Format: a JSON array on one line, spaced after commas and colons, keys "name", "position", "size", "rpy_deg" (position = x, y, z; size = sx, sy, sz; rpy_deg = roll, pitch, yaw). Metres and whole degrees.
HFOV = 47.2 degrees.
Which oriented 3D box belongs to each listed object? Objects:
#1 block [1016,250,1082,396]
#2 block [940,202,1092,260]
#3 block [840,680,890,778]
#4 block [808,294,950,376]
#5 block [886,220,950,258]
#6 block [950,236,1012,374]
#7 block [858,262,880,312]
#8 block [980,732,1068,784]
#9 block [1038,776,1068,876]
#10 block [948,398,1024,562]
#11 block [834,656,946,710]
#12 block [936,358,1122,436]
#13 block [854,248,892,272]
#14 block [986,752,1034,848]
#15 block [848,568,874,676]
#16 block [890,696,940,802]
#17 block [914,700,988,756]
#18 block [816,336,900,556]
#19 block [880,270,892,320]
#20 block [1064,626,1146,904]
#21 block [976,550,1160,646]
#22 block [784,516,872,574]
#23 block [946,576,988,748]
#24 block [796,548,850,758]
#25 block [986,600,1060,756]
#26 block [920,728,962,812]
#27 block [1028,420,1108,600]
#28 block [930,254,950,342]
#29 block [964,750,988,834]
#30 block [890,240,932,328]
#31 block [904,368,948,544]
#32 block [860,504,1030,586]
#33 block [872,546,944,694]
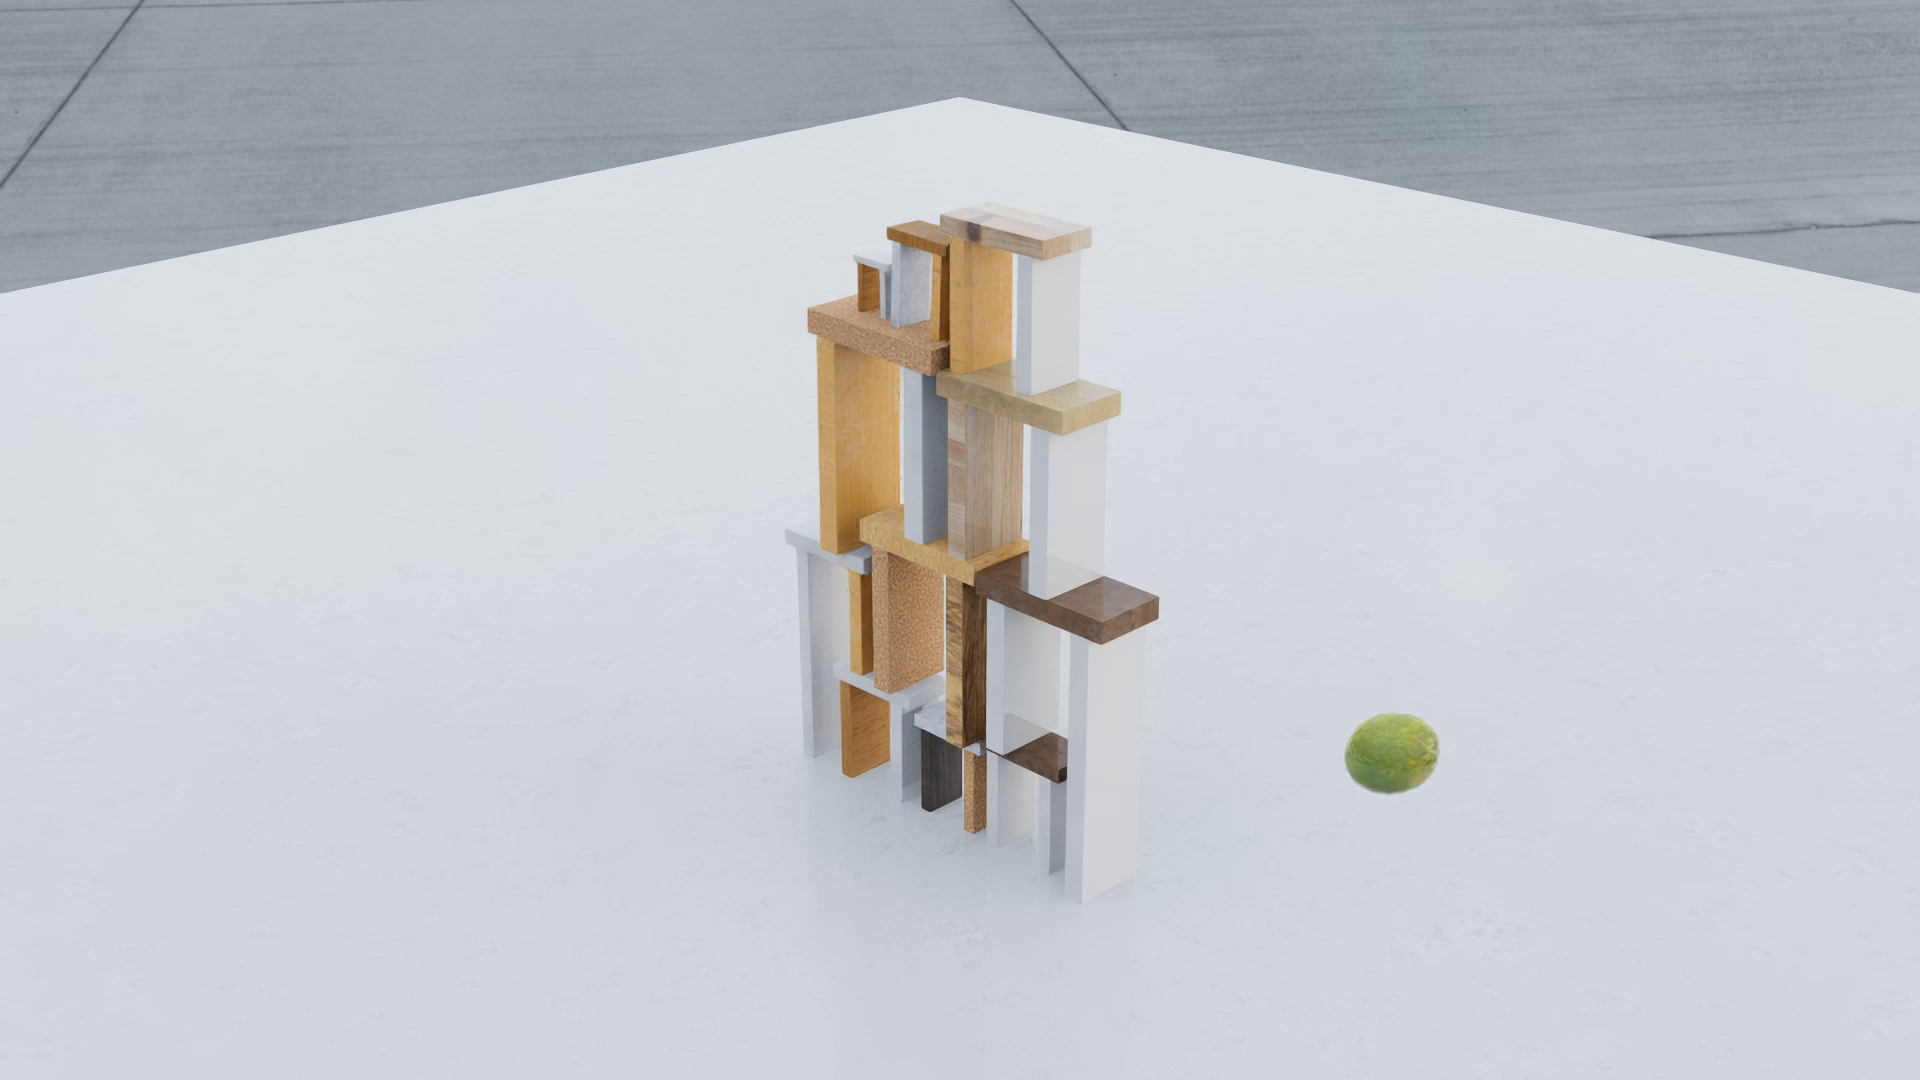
[{"name": "block", "position": [0.157, -0.392, 3.892], "size": [0.036, 0.252, 0.126], "rpy_deg": [21, 31, 41]}, {"name": "block", "position": [0.097, -0.548, 3.890], "size": [0.252, 0.036, 0.126], "rpy_deg": [21, 31, 41]}, {"name": "block", "position": [-0.197, 0.377, 4.591], "size": [0.031, 0.220, 0.110], "rpy_deg": [21, 31, 40]}, {"name": "block", "position": [-0.111, -0.397, 4.181], "size": [0.174, 0.049, 0.347], "rpy_deg": [-21, 32, -39]}, {"name": "block", "position": [-0.051, -0.555, 4.046], "size": [0.081, 0.023, 0.162], "rpy_deg": [-19, 31, -39]}, {"name": "block", "position": [0.039, -0.439, 4.002], "size": [0.126, 0.252, 0.036], "rpy_deg": [-21, 31, -40]}, {"name": "block", "position": [-0.173, -0.488, 4.205], "size": [0.049, 0.097, 0.014], "rpy_deg": [-21, 32, -39]}, {"name": "block", "position": [0.149, 0.403, 4.240], "size": [0.208, 0.029, 0.104], "rpy_deg": [21, 31, 41]}, {"name": "block", "position": [0.198, 0.532, 4.241], "size": [0.029, 0.208, 0.104], "rpy_deg": [21, 31, 41]}, {"name": "block", "position": [0.049, -0.131, 4.110], "size": [0.156, 0.311, 0.044], "rpy_deg": [-21, 31, -41]}, {"name": "block", "position": [-0.144, 0.281, 4.495], "size": [0.220, 0.031, 0.110], "rpy_deg": [20, 30, 39]}, {"name": "block", "position": [0.122, -0.266, 3.973], "size": [0.311, 0.044, 0.156], "rpy_deg": [21, 31, 41]}, {"name": "block", "position": [-0.151, -0.529, 4.160], "size": [0.049, 0.014, 0.097], "rpy_deg": [-23, 33, -38]}, {"name": "block", "position": [0.100, 0.494, 4.331], "size": [0.029, 0.208, 0.104], "rpy_deg": [21, 31, 41]}, {"name": "block", "position": [-0.172, 0.148, 4.471], "size": [0.033, 0.233, 0.117], "rpy_deg": [19, 30, 37]}, {"name": "block", "position": [-0.091, 0.416, 4.498], "size": [0.031, 0.220, 0.110], "rpy_deg": [21, 31, 39]}, {"name": "block", "position": [0.006, 0.372, 4.380], "size": [0.184, 0.026, 0.092], "rpy_deg": [21, 31, 41]}, {"name": "block", "position": [-0.199, -0.203, 4.349], "size": [0.049, 0.440, 0.174], "rpy_deg": [21, 30, 40]}, {"name": "block", "position": [-0.129, -0.469, 4.161], "size": [0.049, 0.097, 0.014], "rpy_deg": [-23, 33, -39]}, {"name": "block", "position": [0.270, 0.405, 4.101], "size": [0.044, 0.551, 0.157], "rpy_deg": [21, 31, 41]}, {"name": "block", "position": [0.196, 0.102, 4.052], "size": [0.314, 0.044, 0.157], "rpy_deg": [21, 31, 41]}, {"name": "block", "position": [-0.234, 0.006, 4.465], "size": [0.233, 0.033, 0.117], "rpy_deg": [21, 31, 40]}, {"name": "block", "position": [0.044, 0.214, 4.264], "size": [0.044, 0.355, 0.157], "rpy_deg": [21, 31, 41]}, {"name": "block", "position": [-0.281, 0.220, 4.622], "size": [0.033, 0.484, 0.117], "rpy_deg": [21, 31, 41]}, {"name": "block", "position": [0.122, 0.238, 4.191], "size": [0.044, 0.314, 0.157], "rpy_deg": [21, 31, 41]}, {"name": "block", "position": [-0.037, 0.452, 4.461], "size": [0.092, 0.184, 0.026], "rpy_deg": [-21, 31, -41]}, {"name": "block", "position": [0.196, -0.067, 3.978], "size": [0.156, 0.325, 0.044], "rpy_deg": [-21, 31, -41]}, {"name": "block", "position": [-0.015, -0.454, 4.048], "size": [0.081, 0.162, 0.023], "rpy_deg": [-20, 32, -40]}, {"name": "block", "position": [0.050, 0.485, 4.382], "size": [0.026, 0.184, 0.092], "rpy_deg": [21, 31, 41]}, {"name": "block", "position": [-0.091, -0.487, 4.120], "size": [0.081, 0.162, 0.023], "rpy_deg": [-20, 32, -40]}, {"name": "block", "position": [-0.027, -0.181, 4.182], "size": [0.174, 0.347, 0.049], "rpy_deg": [-21, 31, -41]}, {"name": "block", "position": [-0.030, 0.001, 4.254], "size": [0.157, 0.044, 0.314], "rpy_deg": [-21, 31, -41]}, {"name": "block", "position": [-0.102, 0.137, 4.395], "size": [0.044, 0.314, 0.157], "rpy_deg": [21, 31, 40]}]
